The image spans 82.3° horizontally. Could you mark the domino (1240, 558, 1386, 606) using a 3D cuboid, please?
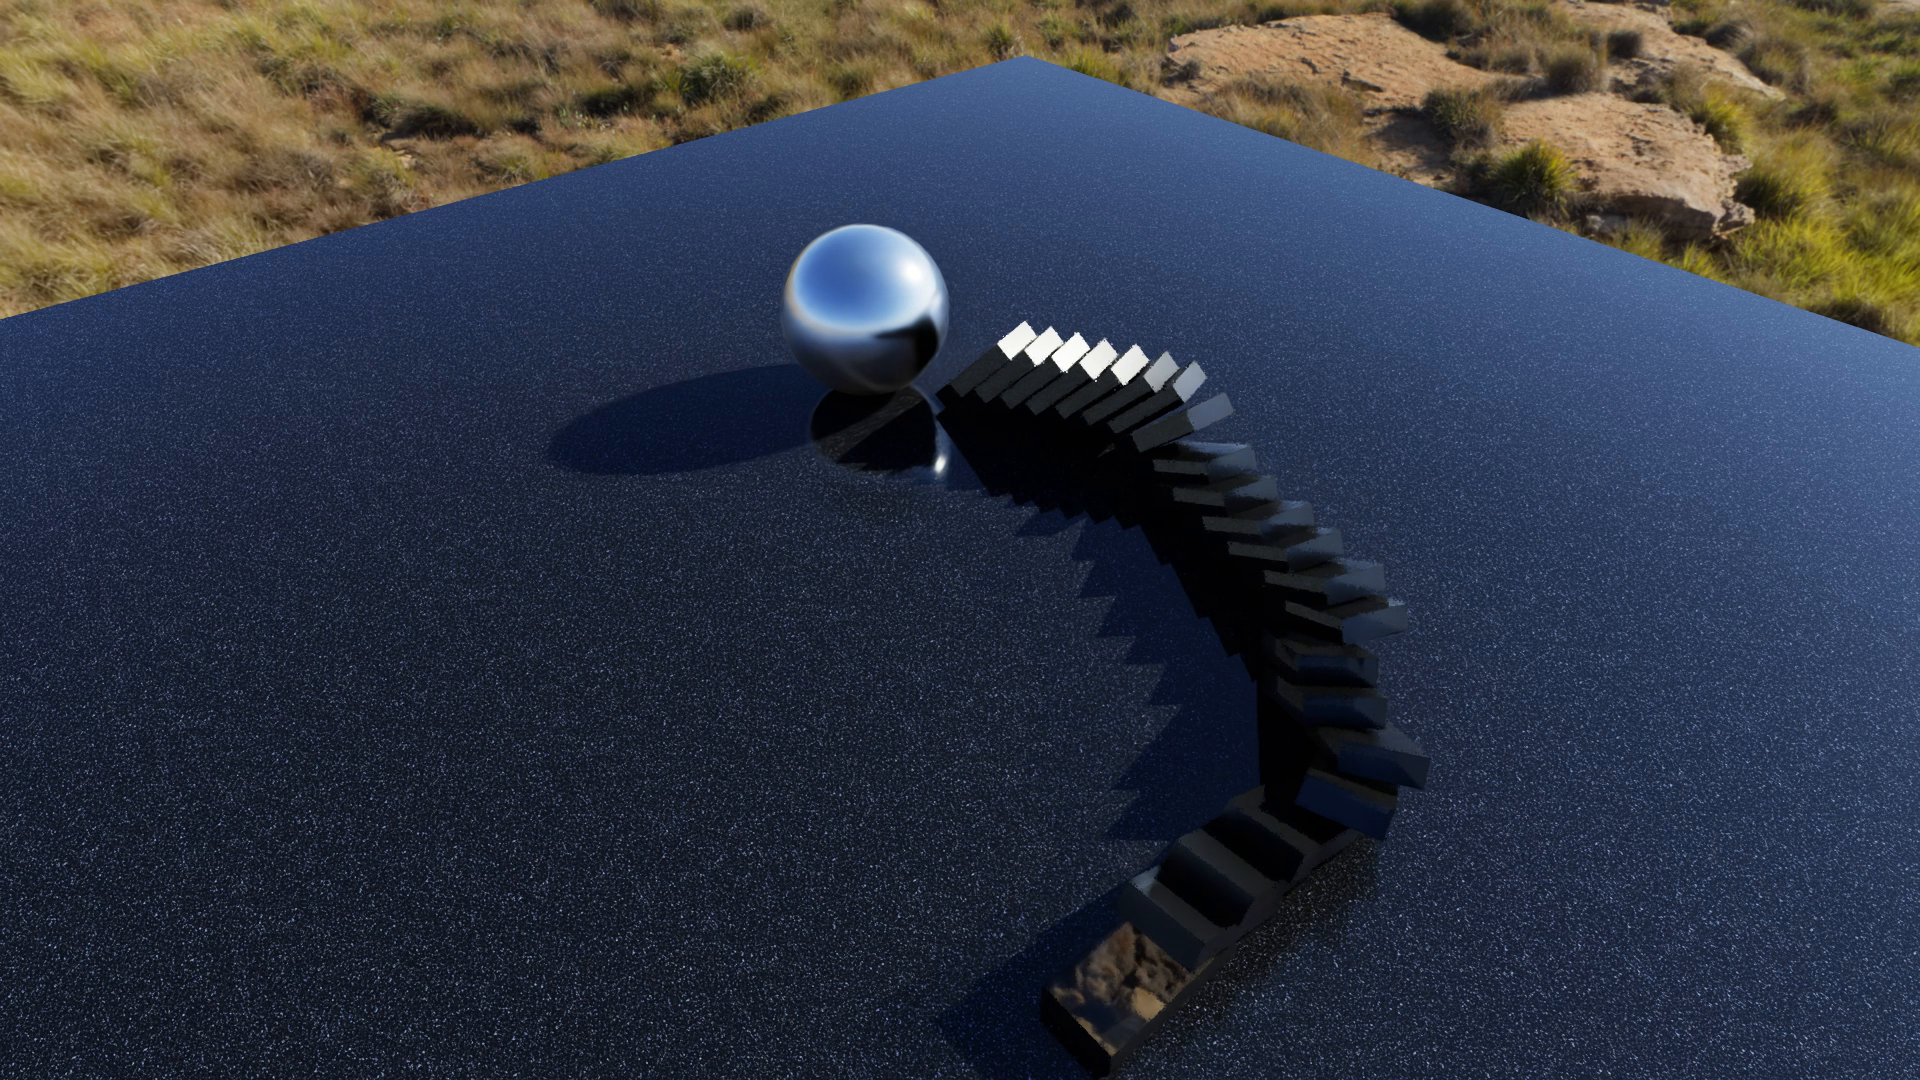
[{"bbox_3d":[0.129,0.014,0.406,0.025,0.010,0.050,-12,9,-18],"label":"domino"}]

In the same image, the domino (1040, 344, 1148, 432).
[{"bbox_3d":[0.060,-0.069,0.501,0.009,0.050,0.025,51,49,-8],"label":"domino"}]

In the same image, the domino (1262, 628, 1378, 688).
[{"bbox_3d":[0.121,0.039,0.375,0.025,0.009,0.050,2,6,3],"label":"domino"}]

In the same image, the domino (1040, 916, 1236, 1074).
[{"bbox_3d":[0.049,0.118,0.300,0.050,0.010,0.025,-29,47,-30],"label":"domino"}]

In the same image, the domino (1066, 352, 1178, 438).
[{"bbox_3d":[0.073,-0.065,0.497,0.010,0.050,0.025,52,48,-9],"label":"domino"}]

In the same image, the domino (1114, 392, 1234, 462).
[{"bbox_3d":[0.092,-0.049,0.477,0.025,0.009,0.050,-26,3,-30],"label":"domino"}]

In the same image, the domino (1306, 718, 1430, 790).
[{"bbox_3d":[0.126,0.063,0.343,0.025,0.009,0.050,11,5,7],"label":"domino"}]

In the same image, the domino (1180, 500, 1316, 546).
[{"bbox_3d":[0.112,-0.008,0.432,0.025,0.009,0.050,-17,10,-21],"label":"domino"}]

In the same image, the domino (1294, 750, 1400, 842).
[{"bbox_3d":[0.118,0.075,0.331,0.025,0.010,0.050,21,9,22],"label":"domino"}]

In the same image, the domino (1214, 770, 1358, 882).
[{"bbox_3d":[0.098,0.083,0.324,0.025,0.010,0.050,33,21,34],"label":"domino"}]

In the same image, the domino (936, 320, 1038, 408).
[{"bbox_3d":[0.012,-0.082,0.516,0.009,0.050,0.025,50,48,-7],"label":"domino"}]

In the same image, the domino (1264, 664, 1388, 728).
[{"bbox_3d":[0.118,0.051,0.360,0.025,0.009,0.050,2,4,2],"label":"domino"}]

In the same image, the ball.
[{"bbox_3d":[-0.045,-0.108,0.520,0.080,0.080,0.080,0,39,0],"label":"ball"}]

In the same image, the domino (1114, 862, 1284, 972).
[{"bbox_3d":[0.067,0.099,0.305,0.025,0.009,0.050,34,22,34],"label":"domino"}]

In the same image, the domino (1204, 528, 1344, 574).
[{"bbox_3d":[0.119,0.002,0.421,0.025,0.009,0.050,-17,10,-20],"label":"domino"}]

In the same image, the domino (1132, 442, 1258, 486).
[{"bbox_3d":[0.099,-0.033,0.466,0.025,0.010,0.050,-20,15,-23],"label":"domino"}]

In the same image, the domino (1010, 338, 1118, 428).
[{"bbox_3d":[0.047,-0.071,0.504,0.010,0.050,0.025,50,48,-7],"label":"domino"}]

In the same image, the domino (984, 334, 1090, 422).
[{"bbox_3d":[0.035,-0.075,0.507,0.010,0.050,0.025,50,49,-7],"label":"domino"}]

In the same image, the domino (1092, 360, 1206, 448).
[{"bbox_3d":[0.084,-0.060,0.491,0.009,0.050,0.025,52,48,-9],"label":"domino"}]

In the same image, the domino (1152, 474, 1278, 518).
[{"bbox_3d":[0.103,-0.020,0.449,0.025,0.010,0.050,-17,13,-20],"label":"domino"}]

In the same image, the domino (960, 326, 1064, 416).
[{"bbox_3d":[0.024,-0.078,0.512,0.009,0.050,0.025,50,48,-7],"label":"domino"}]

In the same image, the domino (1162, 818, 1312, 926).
[{"bbox_3d":[0.081,0.091,0.313,0.025,0.010,0.050,33,21,32],"label":"domino"}]

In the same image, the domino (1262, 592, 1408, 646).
[{"bbox_3d":[0.133,0.025,0.394,0.025,0.009,0.050,-11,11,-13],"label":"domino"}]
